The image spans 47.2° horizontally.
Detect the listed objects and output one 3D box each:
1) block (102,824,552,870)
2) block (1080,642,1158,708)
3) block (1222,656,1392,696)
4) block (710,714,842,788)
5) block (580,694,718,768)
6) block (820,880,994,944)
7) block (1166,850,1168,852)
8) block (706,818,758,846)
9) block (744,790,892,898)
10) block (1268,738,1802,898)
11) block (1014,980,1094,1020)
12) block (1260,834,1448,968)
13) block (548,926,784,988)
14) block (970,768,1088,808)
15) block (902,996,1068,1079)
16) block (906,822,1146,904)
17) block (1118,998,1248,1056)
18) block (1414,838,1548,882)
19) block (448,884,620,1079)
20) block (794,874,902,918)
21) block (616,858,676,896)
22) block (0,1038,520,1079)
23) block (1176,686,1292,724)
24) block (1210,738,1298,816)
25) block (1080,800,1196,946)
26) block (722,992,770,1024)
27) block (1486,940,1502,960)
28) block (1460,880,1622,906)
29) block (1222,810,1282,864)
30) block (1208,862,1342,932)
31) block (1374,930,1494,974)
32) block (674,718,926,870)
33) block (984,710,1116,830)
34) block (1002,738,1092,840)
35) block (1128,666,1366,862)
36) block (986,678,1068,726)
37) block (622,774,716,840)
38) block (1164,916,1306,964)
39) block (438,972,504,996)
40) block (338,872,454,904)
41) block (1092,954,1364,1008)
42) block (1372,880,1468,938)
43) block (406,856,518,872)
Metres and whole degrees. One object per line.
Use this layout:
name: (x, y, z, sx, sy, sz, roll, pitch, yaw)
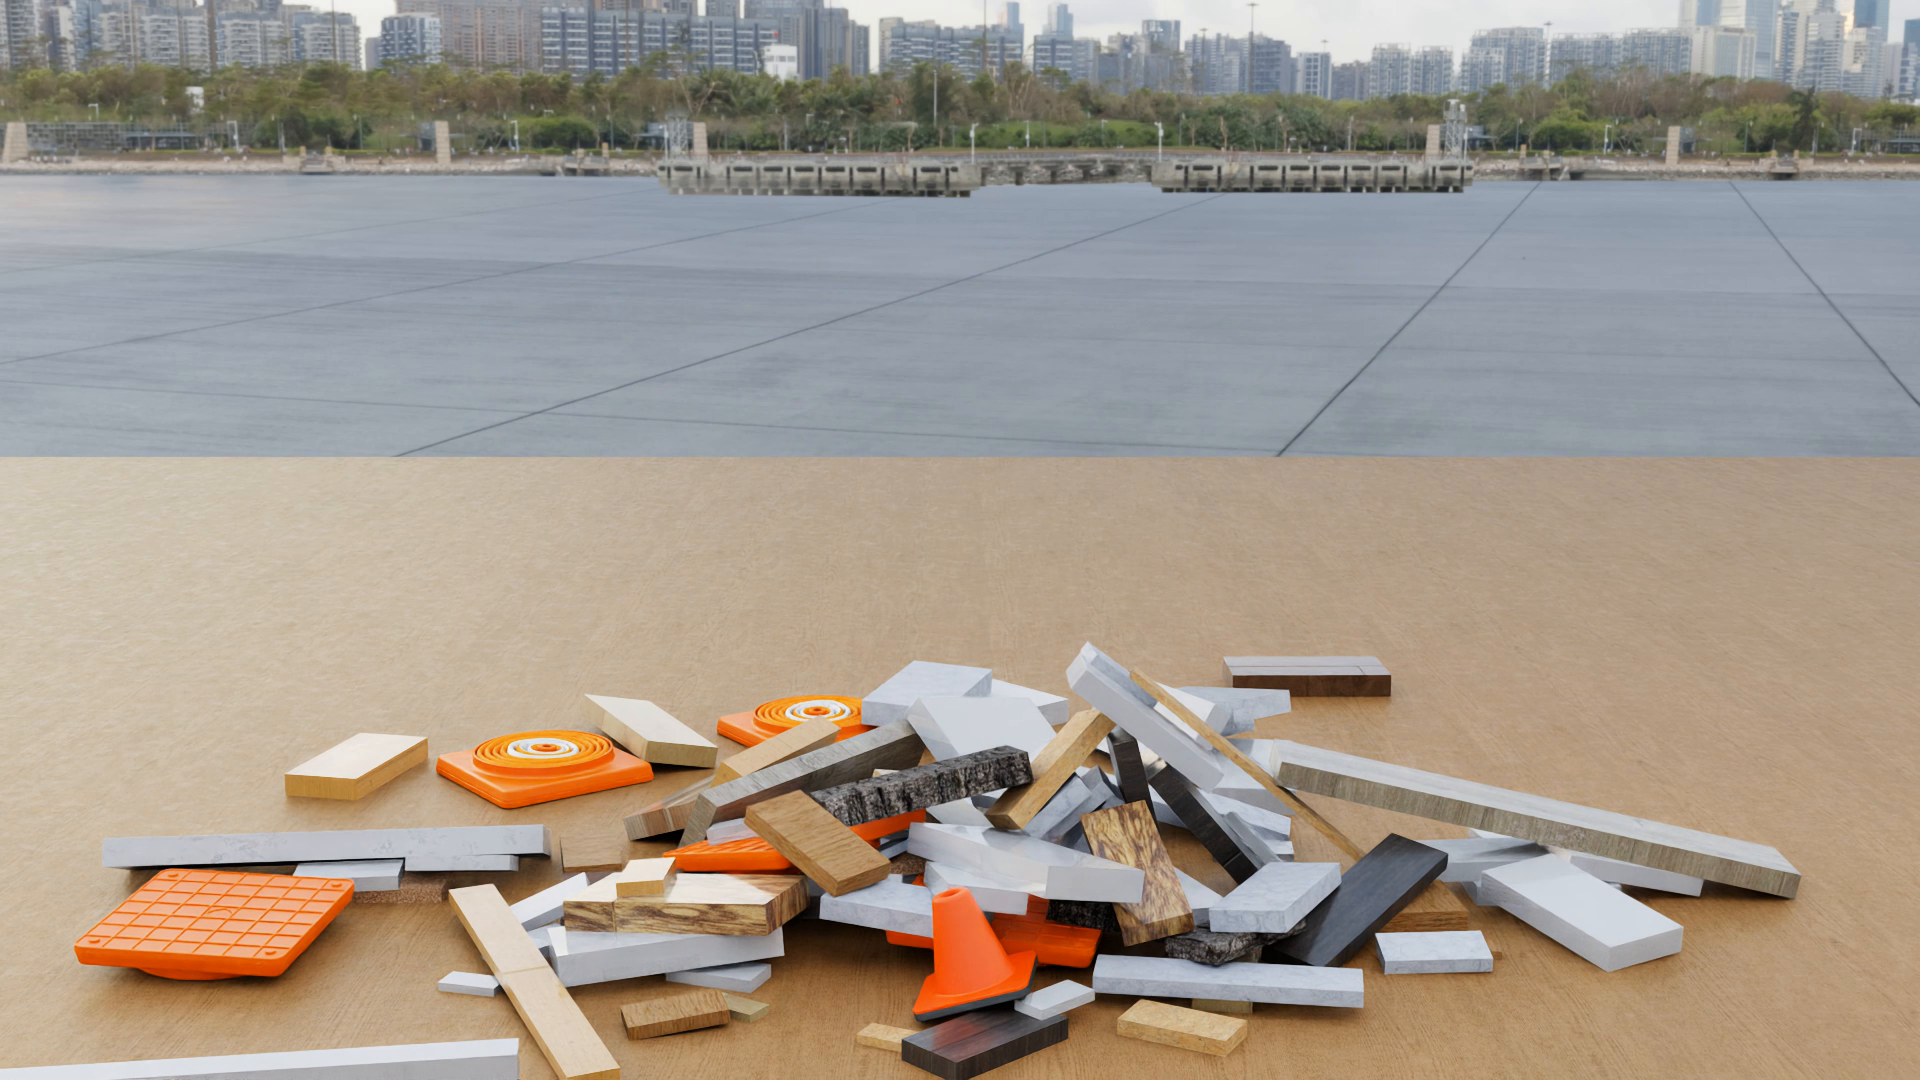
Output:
block: (-1.065, 0.524, 3.743, 0.716, 0.047, 0.167, -1, -10, -6)
block: (0.267, 0.226, 3.670, 0.139, 0.020, 0.069, 36, 7, -17)
block: (0.790, 0.312, 5.029, 0.356, 0.050, 0.178, 0, 11, -1)
block: (-0.352, 0.441, 3.987, 0.049, 0.173, 0.347, 32, 22, 18)
block: (-0.645, 0.391, 4.533, 0.149, 0.042, 0.412, 9, 5, -29)
block: (-0.079, 0.560, 3.346, 0.240, 0.034, 0.120, 7, 10, 16)
block: (0.267, 0.507, 3.878, 0.110, 0.031, 0.220, 16, 10, -25)
block: (-0.329, 0.473, 3.661, 0.175, 0.025, 0.087, -12, 0, 2)
block: (-0.222, 0.469, 3.413, 0.110, 0.031, 0.220, -13, 36, -44)
block: (0.958, 0.466, 3.702, 0.874, 0.042, 0.148, 12, 10, 1)
block: (0.135, 0.653, 3.122, 0.108, 0.015, 0.054, -10, 14, -43)
block: (0.625, 0.573, 3.452, 0.102, 0.029, 0.418, 18, 29, 34)
block: (-0.448, 0.609, 3.332, 0.334, 0.047, 0.167, -6, 6, -15)
block: (0.124, 0.444, 3.951, 0.235, 0.033, 0.117, 7, 39, 43)
block: (0.036, 0.690, 3.044, 0.217, 0.031, 0.108, -10, 14, -43)
block: (0.095, 0.496, 3.399, 0.171, 0.049, 0.411, 8, -2, -31)
block: (0.312, 0.685, 3.092, 0.163, 0.023, 0.081, 6, 12, 28)
block: (0.860, 0.536, 3.686, 0.237, 0.034, 0.118, -1, 11, -5)
block: (-0.638, 0.644, 3.239, 0.072, 0.020, 0.712, -5, 14, -25)
block: (-0.213, 0.569, 3.507, 0.240, 0.034, 0.120, 0, -27, -2)
block: (-0.486, 0.522, 3.415, 0.072, 0.020, 0.144, -4, 5, 1)
block: (-0.892, 0.701, 2.594, 0.733, 0.173, 0.049, -2, 11, -9)
block: (0.505, 0.332, 4.444, 0.153, 0.043, 0.305, -8, 3, -36)
block: (0.561, 0.455, 4.261, 0.171, 0.049, 0.343, 1, 11, 7)
block: (0.271, 0.511, 3.408, 0.108, 0.031, 0.334, -13, 24, -3)
block: (-0.325, 0.675, 3.176, 0.091, 0.013, 0.045, 7, 12, 32)
block: (0.786, 0.633, 3.402, 0.097, 0.014, 0.049, 1, 11, 7)
block: (0.966, 0.574, 3.665, 0.237, 0.034, 0.118, 0, 11, 0)
block: (0.504, 0.517, 3.722, 0.139, 0.020, 0.069, 46, 3, 15)
block: (0.486, 0.546, 3.372, 0.117, 0.033, 0.286, -4, 5, 26)
block: (0.721, 0.628, 3.352, 0.163, 0.023, 0.081, -1, 20, 0)
block: (-0.270, 0.453, 3.979, 0.043, 0.153, 0.629, 36, 27, 25)
block: (0.149, 0.378, 3.625, 0.241, 0.034, 0.121, -46, 8, -18)
block: (0.140, 0.420, 3.721, 0.121, 0.034, 0.336, -40, 8, -1)
block: (0.512, 0.402, 3.660, 0.581, 0.014, 0.049, 39, 10, 0)
block: (0.049, 0.353, 4.805, 0.178, 0.050, 0.356, -9, 14, -41)
block: (-0.470, 0.477, 4.039, 0.149, 0.042, 0.299, -16, 2, 28)
block: (0.414, 0.591, 3.301, 0.204, 0.029, 0.102, -10, 6, -42)
block: (-0.722, 0.659, 3.263, 0.091, 0.013, 0.045, 3, 11, 15)
block: (-0.939, 0.579, 3.664, 0.171, 0.024, 0.086, 0, 11, 1)
block: (0.389, 0.640, 3.195, 0.386, 0.025, 0.087, 2, 11, 9)
block: (0.648, 0.594, 3.533, 0.295, 0.042, 0.148, -1, 11, -4)
block: (-0.828, 0.539, 3.663, 0.171, 0.024, 0.086, 0, -10, -1)
